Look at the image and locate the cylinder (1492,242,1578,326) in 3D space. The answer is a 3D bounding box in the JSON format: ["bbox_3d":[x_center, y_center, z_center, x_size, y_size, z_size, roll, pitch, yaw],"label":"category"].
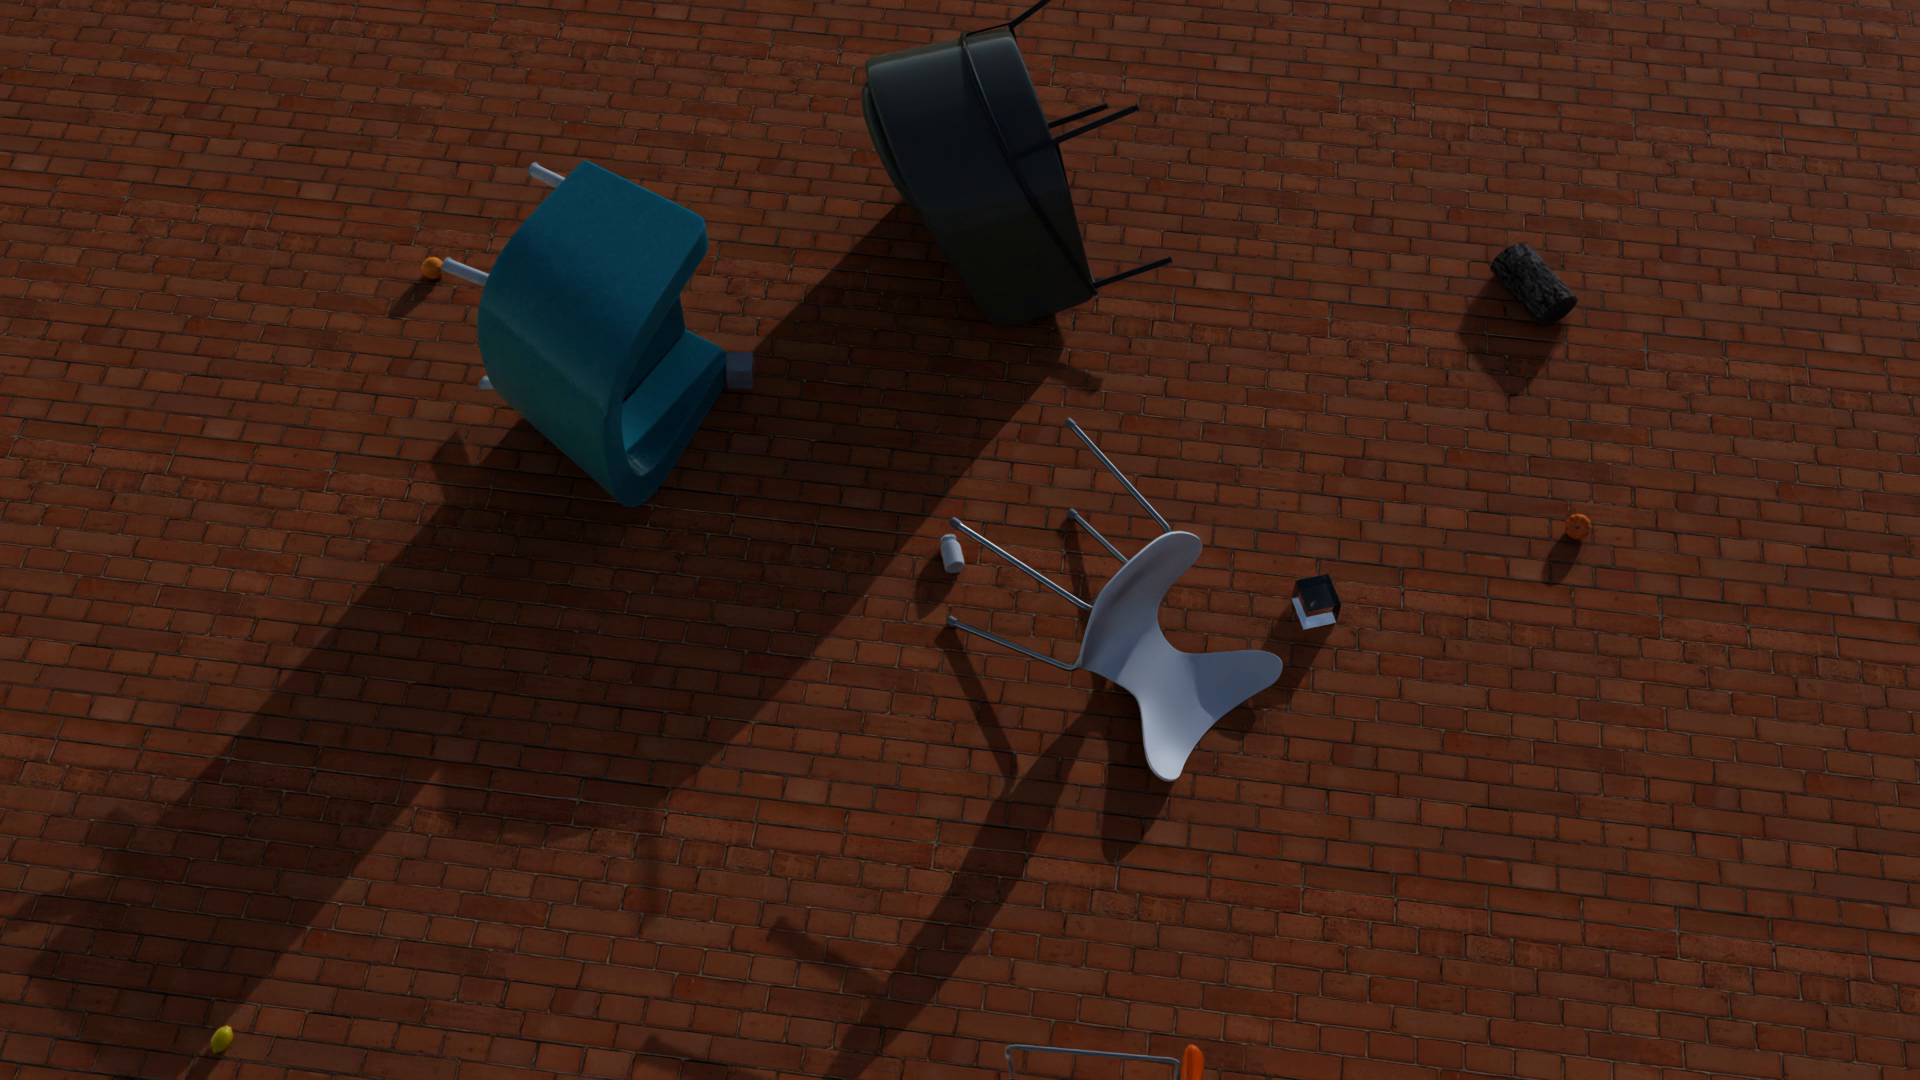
[{"bbox_3d":[1.843,-0.823,7.059,0.144,0.111,0.261,-29,60,-6],"label":"cylinder"}]

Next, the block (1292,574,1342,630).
[{"bbox_3d":[1.036,0.180,6.395,0.101,0.097,0.110,-12,57,-8],"label":"block"}]

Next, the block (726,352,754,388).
[{"bbox_3d":[-0.687,-0.531,6.879,0.080,0.085,0.076,1,56,0],"label":"block"}]
